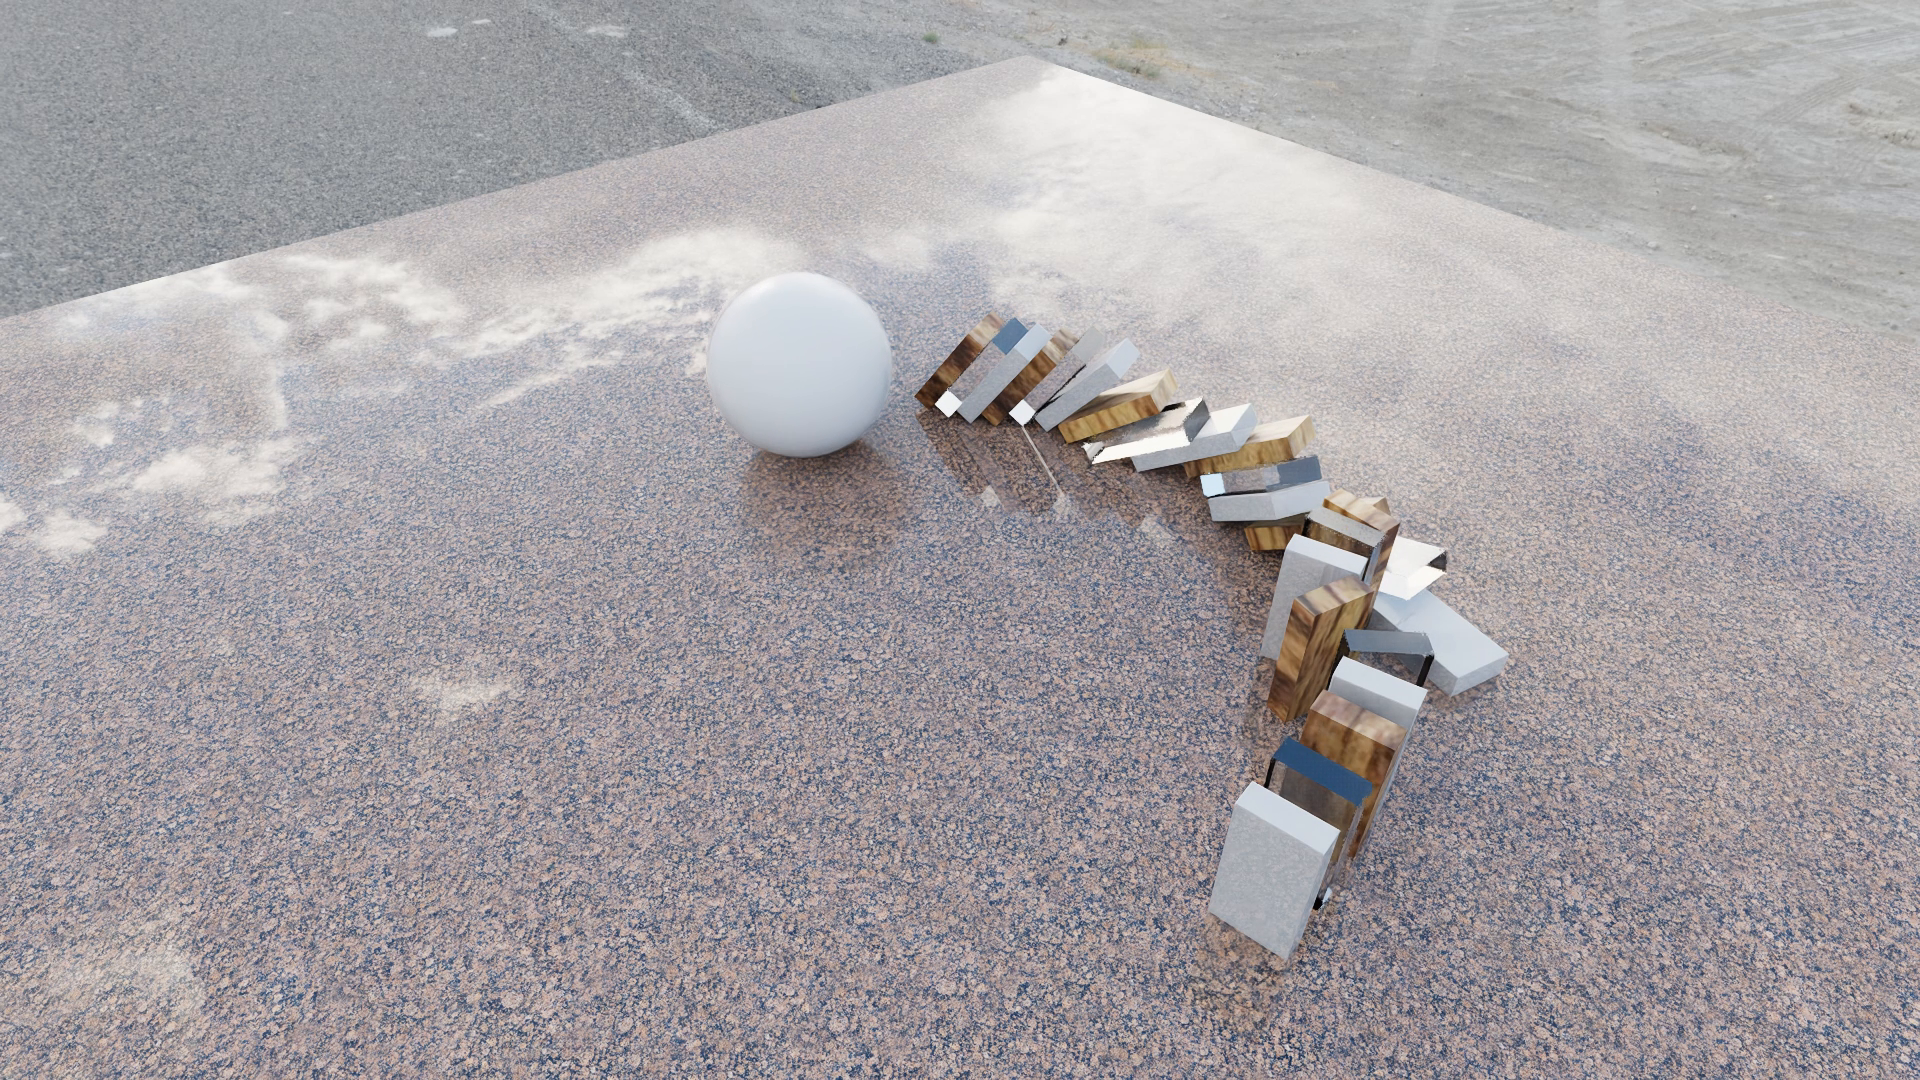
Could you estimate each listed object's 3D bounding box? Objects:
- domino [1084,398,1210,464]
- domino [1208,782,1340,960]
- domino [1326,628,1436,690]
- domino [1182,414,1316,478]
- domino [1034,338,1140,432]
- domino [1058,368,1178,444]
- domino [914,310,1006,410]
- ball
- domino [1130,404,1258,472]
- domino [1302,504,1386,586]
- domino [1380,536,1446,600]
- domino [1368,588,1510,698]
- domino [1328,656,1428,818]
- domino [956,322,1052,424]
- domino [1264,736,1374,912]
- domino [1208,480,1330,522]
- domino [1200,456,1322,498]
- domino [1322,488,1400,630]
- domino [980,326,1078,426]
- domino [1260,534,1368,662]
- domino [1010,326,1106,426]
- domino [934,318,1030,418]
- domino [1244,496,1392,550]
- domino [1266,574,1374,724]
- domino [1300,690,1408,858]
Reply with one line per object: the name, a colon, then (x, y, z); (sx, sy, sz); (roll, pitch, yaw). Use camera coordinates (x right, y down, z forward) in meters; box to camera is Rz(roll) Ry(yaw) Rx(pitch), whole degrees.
domino: (0.082, -0.048, 0.483); (0.050, 0.009, 0.025); (-9, 28, 41)
domino: (0.085, 0.091, 0.300); (0.025, 0.050, 0.009); (28, 47, 29)
domino: (0.130, 0.050, 0.350); (0.025, 0.050, 0.010); (3, 39, 3)
domino: (0.123, -0.040, 0.471); (0.050, 0.010, 0.025); (-9, 20, 43)
domino: (0.058, -0.071, 0.502); (0.010, 0.050, 0.025); (48, 46, -9)
domino: (0.071, -0.060, 0.495); (0.050, 0.009, 0.025); (-16, 24, 41)
domino: (0.000, -0.084, 0.517); (0.010, 0.050, 0.025); (43, 46, -4)
ball: (-0.069, -0.076, 0.481); (0.080, 0.080, 0.080); (0, 39, 0)
domino: (0.101, -0.044, 0.478); (0.050, 0.009, 0.025); (-10, 26, 42)
domino: (0.133, 0.014, 0.394); (0.025, 0.050, 0.010); (28, 47, 30)
domino: (0.157, 0.006, 0.425); (0.025, 0.010, 0.050); (-27, 30, -29)
domino: (0.171, 0.034, 0.402); (0.025, 0.010, 0.050); (-18, 43, -21)
domino: (0.123, 0.061, 0.337); (0.025, 0.050, 0.010); (23, 45, 25)
domino: (0.020, -0.077, 0.508); (0.009, 0.050, 0.025); (43, 46, -4)
domino: (0.098, 0.081, 0.312); (0.025, 0.050, 0.010); (28, 47, 30)
domino: (0.123, -0.015, 0.439); (0.025, 0.009, 0.050); (-14, 4, -14)
domino: (0.123, -0.026, 0.452); (0.025, 0.009, 0.050); (-14, 4, -15)
domino: (0.141, 0.009, 0.401); (0.009, 0.050, 0.025); (-26, 46, -28)
domino: (0.032, -0.075, 0.506); (0.009, 0.050, 0.025); (43, 46, -4)
domino: (0.122, 0.024, 0.382); (0.025, 0.050, 0.010); (21, 44, 24)
domino: (0.045, -0.075, 0.506); (0.009, 0.050, 0.025); (43, 46, -4)
domino: (0.010, -0.080, 0.512); (0.010, 0.050, 0.025); (43, 46, -4)
domino: (0.139, -0.006, 0.430); (0.025, 0.009, 0.050); (-27, 12, -29)
domino: (0.119, 0.037, 0.367); (0.025, 0.050, 0.010); (-19, 43, -21)
domino: (0.112, 0.070, 0.326); (0.025, 0.050, 0.009); (26, 46, 29)
